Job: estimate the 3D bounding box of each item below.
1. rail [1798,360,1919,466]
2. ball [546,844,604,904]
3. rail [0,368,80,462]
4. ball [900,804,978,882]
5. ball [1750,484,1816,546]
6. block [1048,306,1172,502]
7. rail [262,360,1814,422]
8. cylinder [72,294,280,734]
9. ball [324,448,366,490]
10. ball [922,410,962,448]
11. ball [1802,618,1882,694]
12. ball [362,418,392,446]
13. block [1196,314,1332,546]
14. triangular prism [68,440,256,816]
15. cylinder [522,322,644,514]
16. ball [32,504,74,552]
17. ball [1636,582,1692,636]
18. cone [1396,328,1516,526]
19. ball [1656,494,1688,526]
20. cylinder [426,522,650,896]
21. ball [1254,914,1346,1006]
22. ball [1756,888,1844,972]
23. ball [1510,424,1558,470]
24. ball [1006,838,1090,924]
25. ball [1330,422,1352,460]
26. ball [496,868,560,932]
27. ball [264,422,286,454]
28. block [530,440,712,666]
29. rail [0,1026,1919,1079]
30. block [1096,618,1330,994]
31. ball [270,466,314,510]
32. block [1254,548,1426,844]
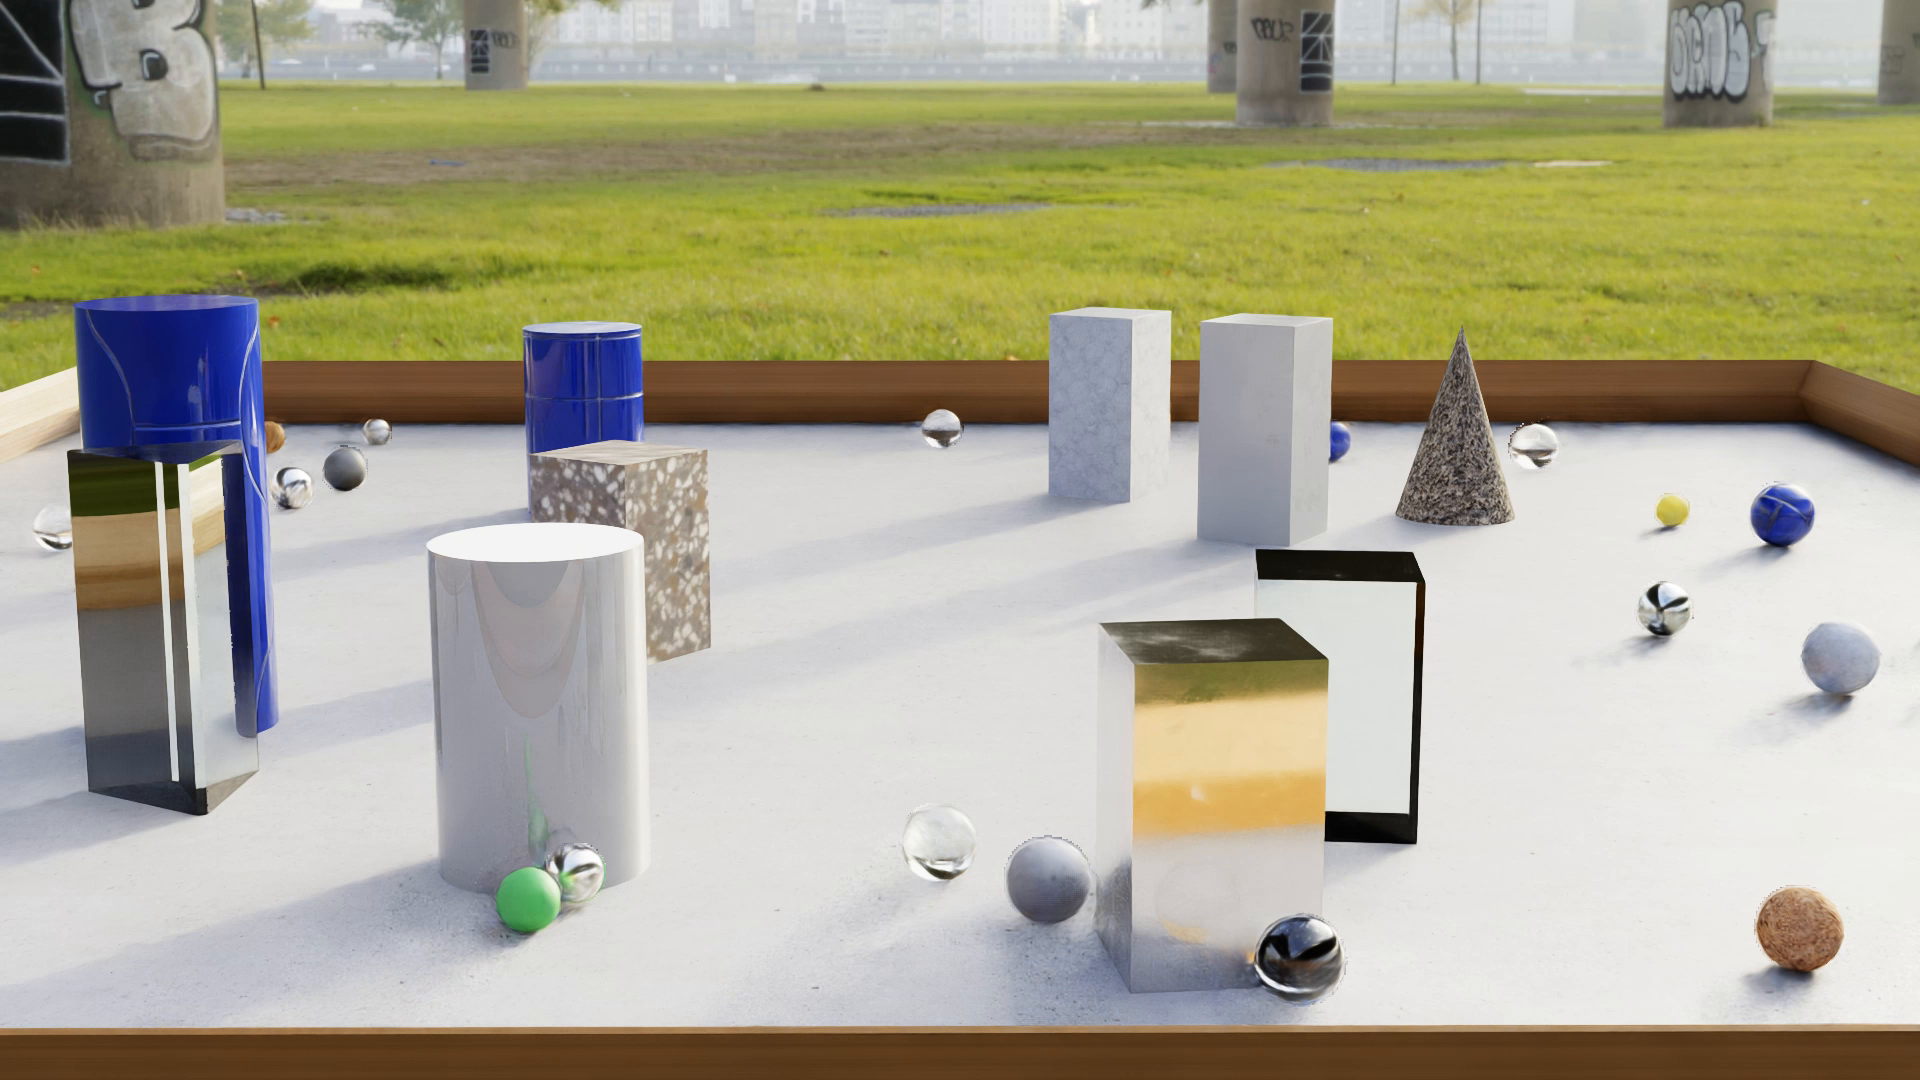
[{"bbox_3d":[1.742,0.030,3.459,0.045,0.126,3.700,0,11,0],"label":"rail"},{"bbox_3d":[-0.337,0.292,2.244,0.051,0.051,0.051,0,11,0],"label":"ball"},{"bbox_3d":[-1.742,0.034,3.439,0.045,0.126,3.700,0,11,0],"label":"rail"},{"bbox_3d":[-0.019,0.273,2.312,0.069,0.069,0.069,0,11,0],"label":"ball"},{"bbox_3d":[1.254,-0.038,3.912,0.097,0.097,0.097,0,11,0],"label":"ball"},{"bbox_3d":[0.256,-0.235,4.390,0.155,0.309,0.155,6,12,29],"label":"block"},{"bbox_3d":[-0.011,-0.301,5.245,3.531,0.126,0.045,0,11,0],"label":"rail"},{"bbox_3d":[-0.860,-0.026,2.824,0.193,0.471,0.193,0,11,0],"label":"cylinder"},{"bbox_3d":[-1.061,-0.122,4.425,0.074,0.074,0.074,0,11,0],"label":"ball"},{"bbox_3d":[-0.035,-0.212,4.907,0.075,0.075,0.075,0,11,0],"label":"ball"},{"bbox_3d":[1.030,0.136,2.998,0.089,0.089,0.089,0,11,0],"label":"ball"},{"bbox_3d":[-1.124,-0.208,4.943,0.054,0.054,0.054,0,11,0],"label":"ball"},{"bbox_3d":[0.474,-0.174,3.988,0.155,0.337,0.155,6,12,29],"label":"block"},{"bbox_3d":[-0.774,0.080,2.589,0.167,0.349,0.145,7,12,32],"label":"triangular prism"},{"bbox_3d":[-0.617,-0.199,4.216,0.193,0.302,0.193,0,11,0],"label":"cylinder"},{"bbox_3d":[-1.362,-0.018,3.873,0.071,0.071,0.071,0,11,0],"label":"ball"},{"bbox_3d":[0.907,0.089,3.302,0.069,0.069,0.069,0,11,0],"label":"ball"},{"bbox_3d":[0.809,-0.194,4.161,0.193,0.313,0.193,0,11,0],"label":"cone"},{"bbox_3d":[1.135,-0.047,4.086,0.050,0.050,0.050,0,11,0],"label":"ball"},{"bbox_3d":[-0.382,0.150,2.337,0.193,0.302,0.193,0,11,0],"label":"cylinder"},{"bbox_3d":[0.266,0.329,2.010,0.071,0.071,0.071,0,11,0],"label":"ball"},{"bbox_3d":[0.683,0.316,2.086,0.068,0.068,0.068,0,11,0],"label":"ball"},{"bbox_3d":[1.041,-0.168,4.647,0.084,0.084,0.084,0,11,0],"label":"ball"},{"bbox_3d":[0.076,0.292,2.200,0.073,0.073,0.073,0,11,0],"label":"ball"},{"bbox_3d":[0.691,-0.184,4.763,0.073,0.073,0.073,0,11,0],"label":"ball"},{"bbox_3d":[-0.366,0.306,2.178,0.055,0.055,0.055,0,11,0],"label":"ball"},{"bbox_3d":[-1.307,-0.194,4.852,0.060,0.060,0.060,0,11,0],"label":"ball"},{"bbox_3d":[-0.422,0.015,3.199,0.155,0.253,0.155,7,13,34],"label":"block"},{"bbox_3d":[0.011,0.366,1.654,3.531,0.126,0.045,0,11,0],"label":"rail"},{"bbox_3d":[0.202,0.213,2.095,0.155,0.268,0.155,-1,11,-7],"label":"block"},{"bbox_3d":[-1.104,-0.086,4.239,0.072,0.072,0.072,0,11,0],"label":"ball"},{"bbox_3d":[0.362,0.148,2.485,0.155,0.252,0.155,1,11,5],"label":"block"}]
